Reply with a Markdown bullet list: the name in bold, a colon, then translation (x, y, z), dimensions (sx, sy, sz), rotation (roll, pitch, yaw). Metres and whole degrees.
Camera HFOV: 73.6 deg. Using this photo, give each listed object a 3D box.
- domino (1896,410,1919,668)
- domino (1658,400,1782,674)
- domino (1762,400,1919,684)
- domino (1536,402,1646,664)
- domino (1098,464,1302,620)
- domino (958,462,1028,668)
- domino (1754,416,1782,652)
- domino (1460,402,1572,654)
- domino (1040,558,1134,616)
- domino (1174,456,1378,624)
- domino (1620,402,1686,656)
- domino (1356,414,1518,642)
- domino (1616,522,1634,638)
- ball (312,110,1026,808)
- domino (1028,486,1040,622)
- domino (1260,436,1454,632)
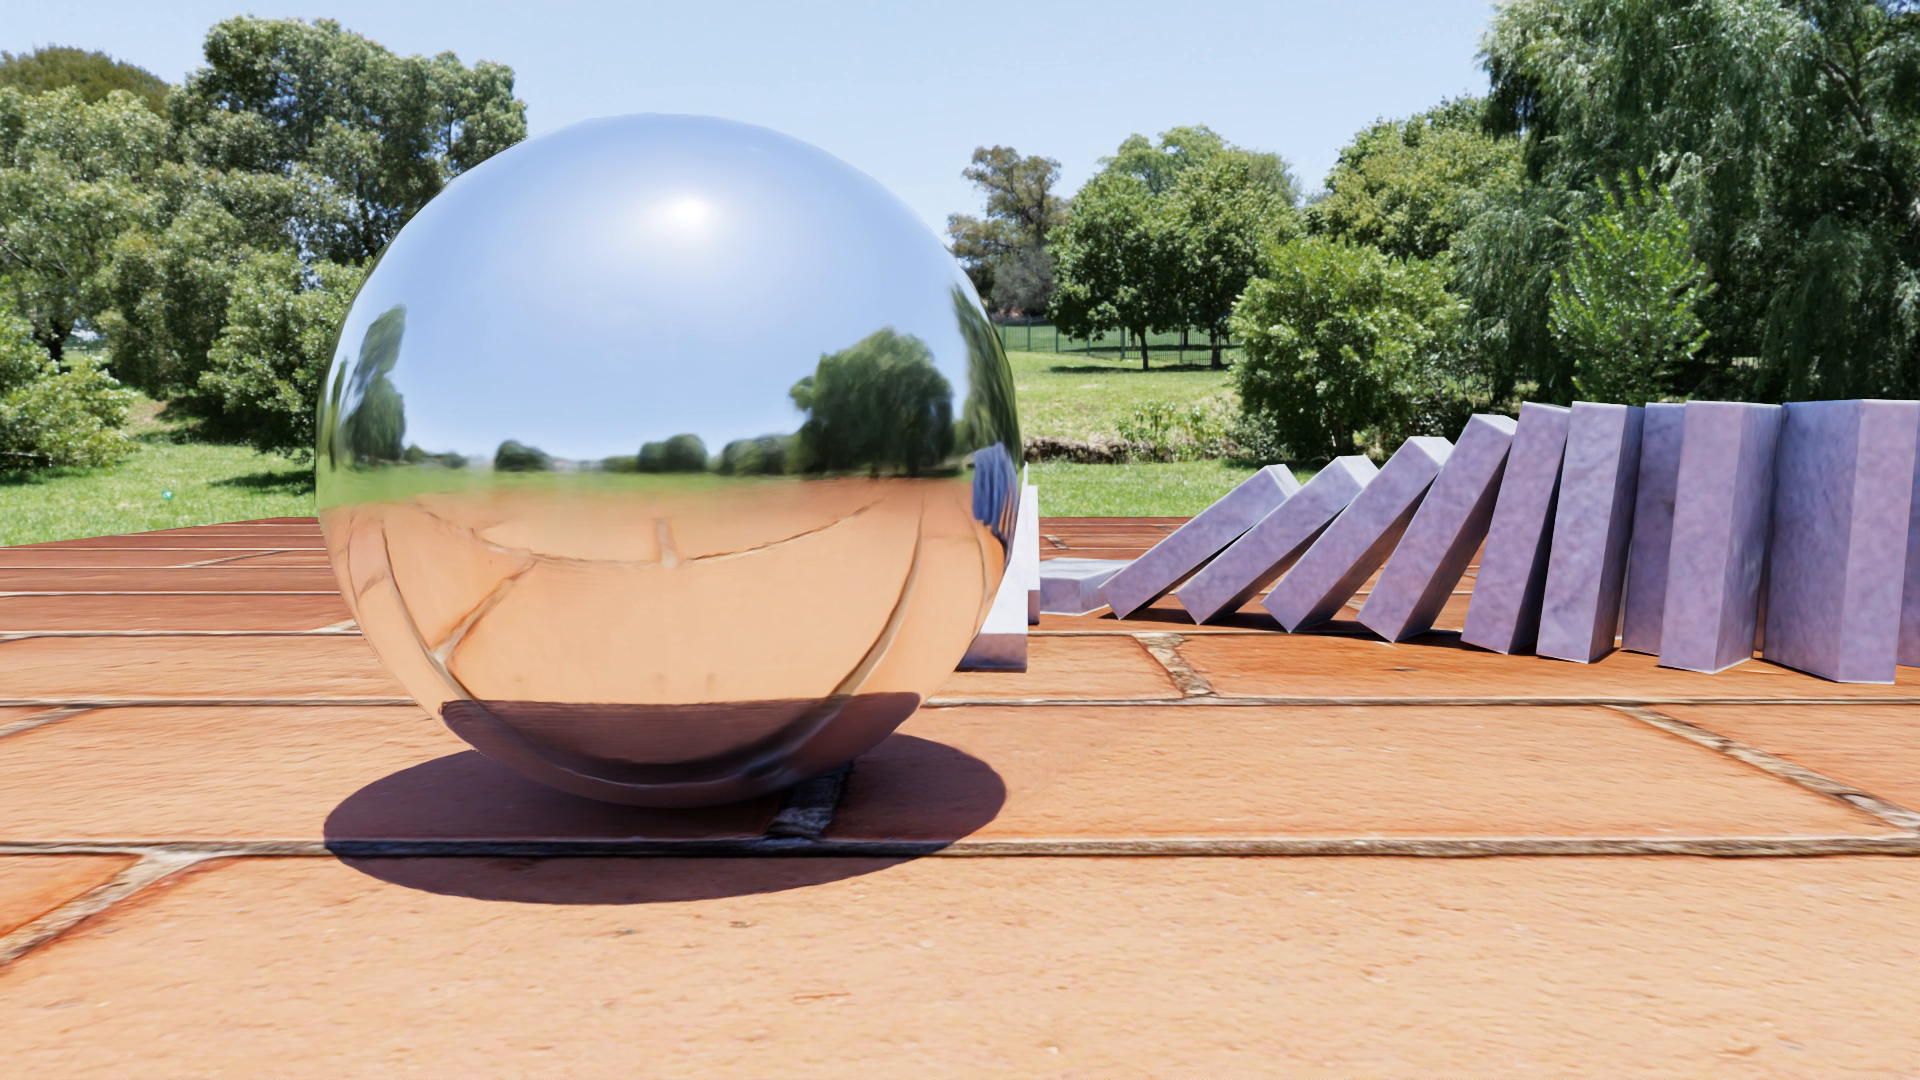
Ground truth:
- **domino**: translation (0.188, -0.001, 0.244), dimensions (0.009, 0.050, 0.025), rotation (-2, 5, -26)
- **domino**: translation (0.146, -0.001, 0.246), dimensions (0.025, 0.050, 0.010), rotation (-4, 9, -44)
- **domino**: translation (0.163, -0.001, 0.238), dimensions (0.010, 0.050, 0.025), rotation (2, 5, 4)
- **domino**: translation (0.127, -0.002, 0.258), dimensions (0.010, 0.050, 0.025), rotation (11, 10, 36)
- **domino**: translation (0.059, 0.000, 0.313), dimensions (0.050, 0.009, 0.025), rotation (-38, -11, 22)
- **domino**: translation (0.001, 0.004, 0.260), dimensions (0.025, 0.009, 0.050), rotation (0, 43, 3)
- **domino**: translation (0.171, -0.002, 0.258), dimensions (0.010, 0.050, 0.025), rotation (-1, 4, -20)
- **domino**: translation (0.119, -0.003, 0.267), dimensions (0.010, 0.050, 0.025), rotation (18, 14, 35)
- **domino**: translation (0.029, 0.012, 0.346), dimensions (0.025, 0.010, 0.050), rotation (2, 5, 25)
- **domino**: translation (0.076, 0.000, 0.302), dimensions (0.050, 0.009, 0.025), rotation (-44, -18, 26)
- **domino**: translation (0.149, -0.003, 0.263), dimensions (0.025, 0.050, 0.010), rotation (-2, 8, -33)
- **domino**: translation (0.106, -0.003, 0.278), dimensions (0.010, 0.050, 0.025), rotation (36, 24, 30)
- **domino**: translation (0.140, -0.004, 0.283), dimensions (0.025, 0.050, 0.010), rotation (-1, 4, -7)
- **ball**: translation (-0.032, -0.009, 0.153), dimensions (0.080, 0.080, 0.080), rotation (0, 4, 0)
- **domino**: translation (0.007, 0.003, 0.324), dimensions (0.025, 0.010, 0.050), rotation (0, 31, 3)
- **domino**: translation (0.092, -0.001, 0.290), dimensions (0.010, 0.050, 0.025), rotation (48, 29, 23)
